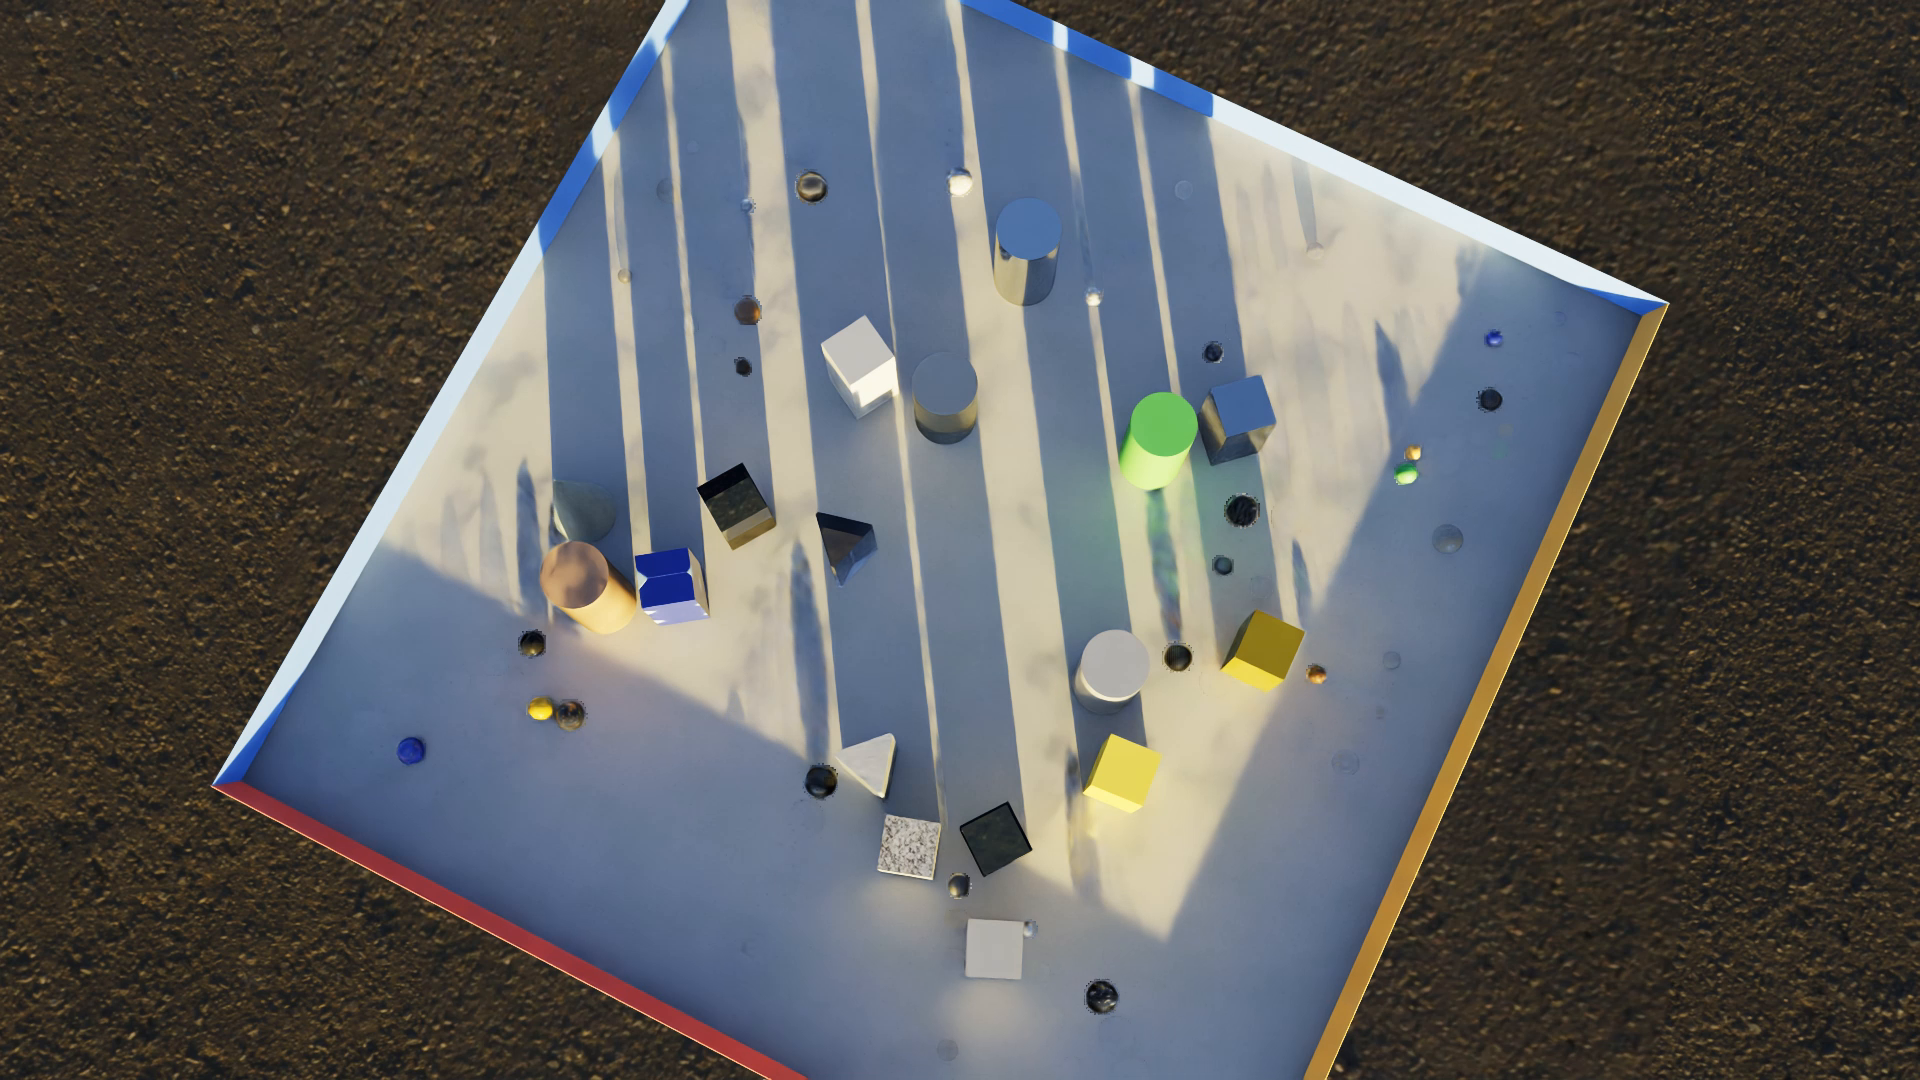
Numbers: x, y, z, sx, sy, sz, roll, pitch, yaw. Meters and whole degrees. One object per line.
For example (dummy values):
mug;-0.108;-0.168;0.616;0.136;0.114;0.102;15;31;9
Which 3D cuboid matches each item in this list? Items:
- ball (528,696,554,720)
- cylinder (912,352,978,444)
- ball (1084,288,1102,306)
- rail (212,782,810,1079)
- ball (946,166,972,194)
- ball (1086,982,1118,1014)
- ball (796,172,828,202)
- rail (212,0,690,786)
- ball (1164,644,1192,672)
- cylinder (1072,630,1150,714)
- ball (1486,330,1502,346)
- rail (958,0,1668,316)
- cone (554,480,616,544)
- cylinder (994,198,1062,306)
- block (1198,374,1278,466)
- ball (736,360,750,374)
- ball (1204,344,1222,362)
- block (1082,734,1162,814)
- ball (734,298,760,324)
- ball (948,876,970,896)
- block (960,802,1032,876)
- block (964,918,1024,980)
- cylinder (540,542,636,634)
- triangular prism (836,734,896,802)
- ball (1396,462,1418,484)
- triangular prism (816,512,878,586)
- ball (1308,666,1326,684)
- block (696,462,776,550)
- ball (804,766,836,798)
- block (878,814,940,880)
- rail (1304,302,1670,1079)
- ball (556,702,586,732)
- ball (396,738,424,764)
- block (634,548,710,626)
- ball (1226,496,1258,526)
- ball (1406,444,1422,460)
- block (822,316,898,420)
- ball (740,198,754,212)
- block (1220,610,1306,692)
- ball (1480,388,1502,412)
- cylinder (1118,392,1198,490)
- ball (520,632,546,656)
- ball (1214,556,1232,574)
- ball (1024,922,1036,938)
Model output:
ball;-1.252;0.503;5.476;0.072;0.072;0.072;0;78;0
cylinder;-0.044;-0.424;5.531;0.193;0.340;0.193;0;78;0
ball;0.419;-0.762;5.745;0.058;0.058;0.058;0;78;0
rail;-0.722;1.421;5.257;3.245;0.126;0.045;26;80;5
ball;-0.004;-1.138;5.807;0.088;0.088;0.088;0;78;0
ball;0.411;1.322;5.297;0.091;0.091;0.091;0;78;0
ball;-0.468;-1.117;5.798;0.097;0.097;0.097;0;78;0
rail;-1.430;-0.693;5.695;0.045;0.126;3.276;26;80;5
ball;0.655;0.354;5.501;0.083;0.083;0.083;0;78;0
cylinder;0.436;0.388;5.326;0.193;0.412;0.193;0;78;0
ball;1.668;-0.629;5.722;0.048;0.048;0.048;0;78;0
rail;0.722;-1.407;5.843;3.245;0.126;0.045;26;80;5
cone;-1.152;-0.128;5.415;0.193;0.447;0.193;0;78;0
cylinder;0.203;-0.872;5.585;0.193;0.415;0.193;0;78;0
block;0.829;-0.357;5.514;0.155;0.346;0.155;-16;79;-3
ball;-0.676;-0.537;5.704;0.047;0.047;0.047;0;78;0
ball;0.789;-0.584;5.710;0.055;0.055;0.055;0;78;0
block;0.467;0.678;5.296;0.155;0.353;0.155;22;79;4
ball;-0.665;-0.714;5.723;0.082;0.082;0.082;0;78;0
ball;-0.003;1.015;5.375;0.062;0.062;0.062;0;78;0
block;0.103;0.869;5.312;0.155;0.245;0.155;-27;80;-5
block;0.095;1.160;5.213;0.155;0.320;0.155;3;78;1
cylinder;-1.080;0.144;5.353;0.193;0.457;0.193;0;78;0
triangular prism;-0.236;0.632;5.270;0.167;0.423;0.145;40;81;8
ball;1.372;-0.204;5.626;0.064;0.064;0.064;0;78;0
triangular prism;-0.362;0.004;5.447;0.145;0.331;0.167;43;81;8
ball;1.074;0.405;5.505;0.054;0.054;0.054;0;78;0
block;-0.668;-0.098;5.498;0.155;0.271;0.155;-30;80;-6
ball;-0.412;0.717;5.420;0.095;0.095;0.095;0;78;0
block;-0.145;0.890;5.301;0.155;0.258;0.155;9;78;2
rail;1.430;0.707;5.405;0.045;0.126;3.276;26;80;5
ball;-1.162;0.525;5.463;0.089;0.089;0.089;0;78;0
ball;-1.632;0.628;5.446;0.080;0.080;0.080;0;78;0
block;-0.847;0.142;5.420;0.155;0.328;0.155;-9;78;-2
ball;0.861;-0.088;5.587;0.094;0.094;0.094;0;78;0
ball;1.397;-0.270;5.648;0.048;0.048;0.048;0;78;0
block;-0.298;-0.516;5.532;0.155;0.375;0.155;-34;80;-7
ball;-0.677;-1.060;5.813;0.044;0.044;0.044;0;78;0
block;0.889;0.329;5.398;0.155;0.295;0.155;25;79;5
ball;1.643;-0.433;5.671;0.068;0.068;0.068;0;78;0
cylinder;0.587;-0.291;5.467;0.193;0.410;0.193;0;78;0
ball;-1.286;0.314;5.514;0.074;0.074;0.074;0;78;0
ball;0.802;0.078;5.572;0.055;0.055;0.055;0;78;0
ball;0.198;1.139;5.357;0.046;0.046;0.046;0;78;0
